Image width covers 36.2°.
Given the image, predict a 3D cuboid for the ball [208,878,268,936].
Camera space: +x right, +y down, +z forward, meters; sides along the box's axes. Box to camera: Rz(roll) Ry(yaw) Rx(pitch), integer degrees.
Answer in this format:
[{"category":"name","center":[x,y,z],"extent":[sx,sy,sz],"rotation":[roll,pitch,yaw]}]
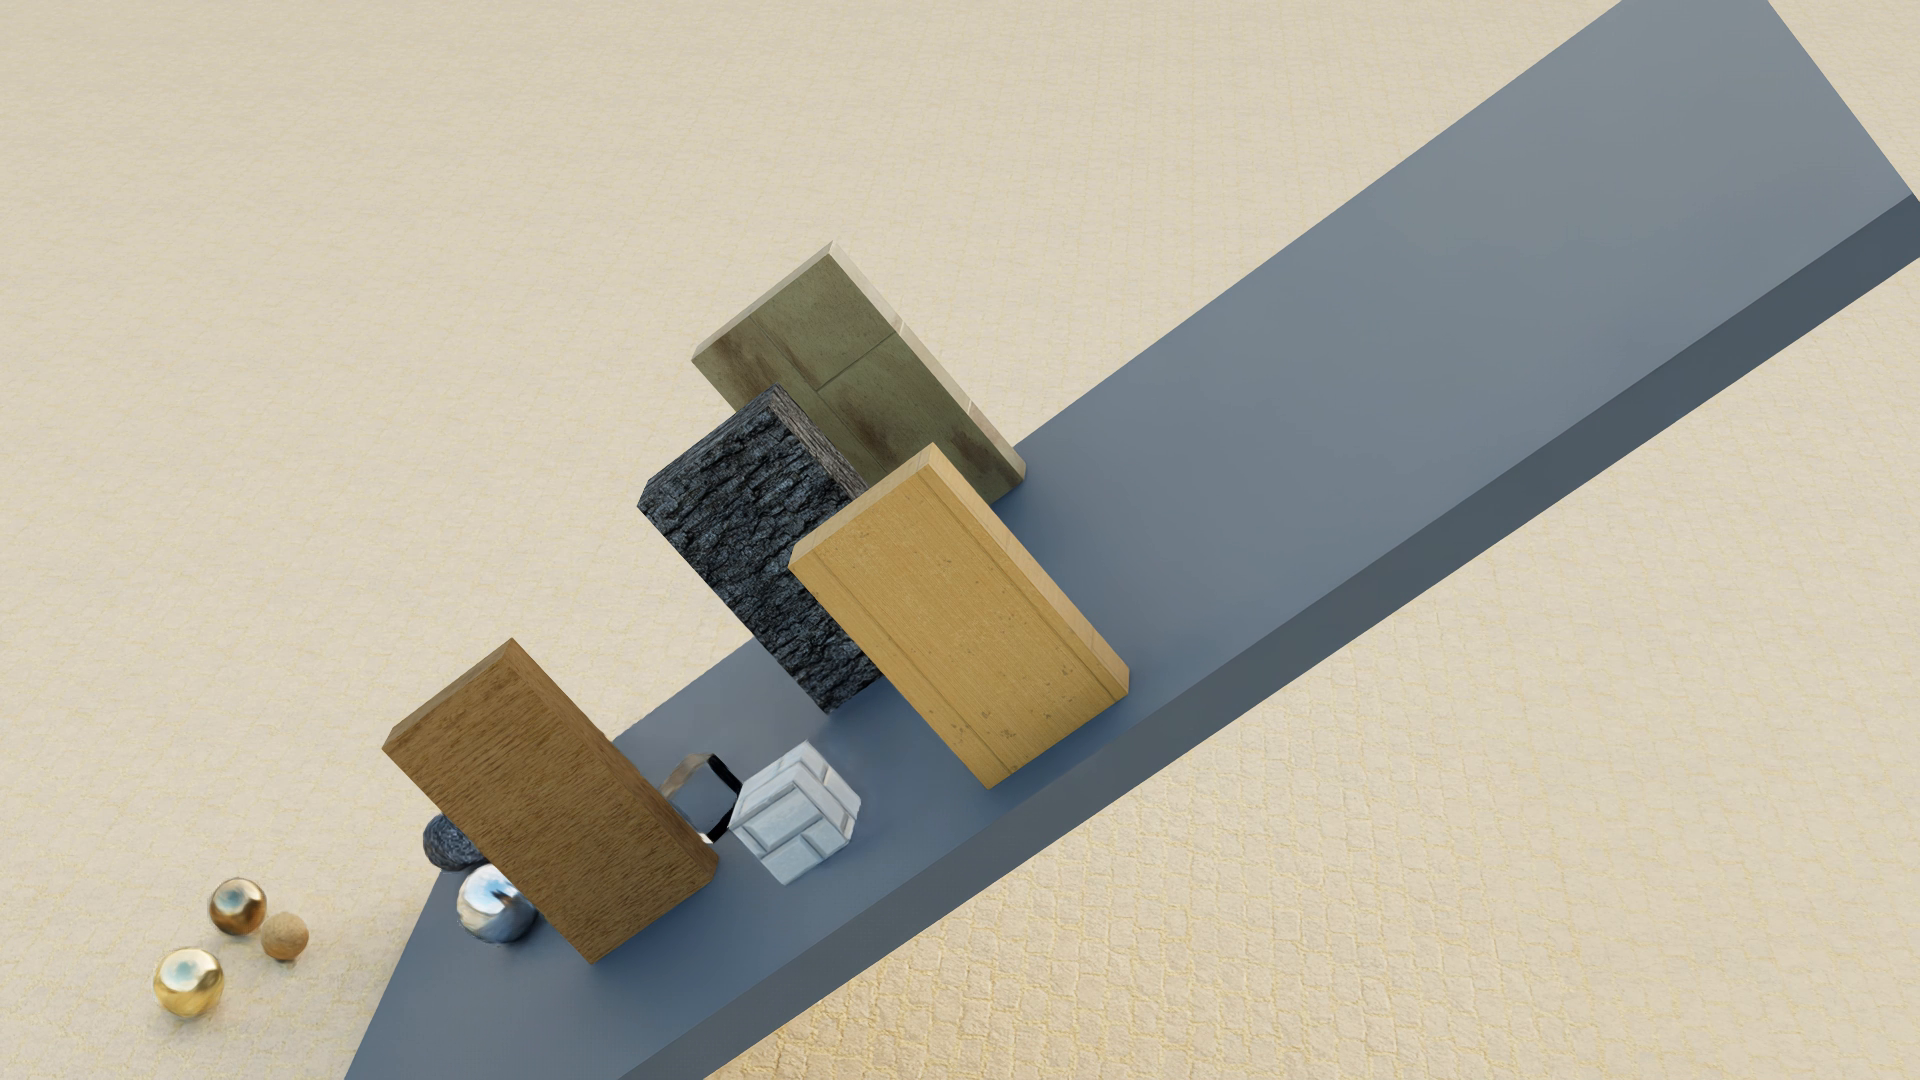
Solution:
[{"category":"ball","center":[-1.879,0.955,7.656],"extent":[0.150,0.150,0.150],"rotation":[0,24,0]}]

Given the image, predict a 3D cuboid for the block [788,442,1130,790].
[{"category":"block","center":[0.002,0.146,5.459],"extent":[0.335,0.581,0.105],"rotation":[-36,16,18]}]

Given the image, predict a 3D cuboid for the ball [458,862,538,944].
[{"category":"ball","center":[-1.072,0.844,6.834],"extent":[0.190,0.190,0.190],"rotation":[0,24,0]}]

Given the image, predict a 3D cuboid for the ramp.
[{"category":"ramp","center":[0.120,0.185,6.341],"extent":[4.000,0.100,2.000],"rotation":[-36,16,18]}]

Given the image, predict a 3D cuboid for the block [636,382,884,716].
[{"category":"block","center":[-0.349,0.023,6.506],"extent":[0.384,0.642,0.150],"rotation":[-36,16,18]}]

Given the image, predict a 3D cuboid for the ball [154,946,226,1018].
[{"category":"ball","center":[-1.915,1.098,7.306],"extent":[0.173,0.173,0.173],"rotation":[0,24,0]}]

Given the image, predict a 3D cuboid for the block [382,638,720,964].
[{"category":"block","center":[-0.865,0.559,6.241],"extent":[0.351,0.660,0.098],"rotation":[-36,16,18]}]

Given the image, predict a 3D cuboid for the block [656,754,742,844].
[{"category":"block","center":[-0.571,0.571,6.484],"extent":[0.140,0.140,0.140],"rotation":[-48,17,-23]}]

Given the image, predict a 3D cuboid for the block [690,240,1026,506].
[{"category":"block","center":[-0.237,-0.302,6.979],"extent":[0.429,0.716,0.102],"rotation":[-36,16,18]}]

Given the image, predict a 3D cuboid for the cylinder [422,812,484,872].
[{"category":"cylinder","center":[-1.286,0.763,7.553],"extent":[0.156,0.156,0.156],"rotation":[-12,-9,-25]}]

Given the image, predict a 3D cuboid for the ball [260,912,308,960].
[{"category":"ball","center":[-1.734,1.017,7.550],"extent":[0.123,0.123,0.123],"rotation":[0,24,0]}]

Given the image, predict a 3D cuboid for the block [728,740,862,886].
[{"category":"block","center":[-0.331,0.549,5.918],"extent":[0.172,0.172,0.172],"rotation":[-35,17,21]}]
